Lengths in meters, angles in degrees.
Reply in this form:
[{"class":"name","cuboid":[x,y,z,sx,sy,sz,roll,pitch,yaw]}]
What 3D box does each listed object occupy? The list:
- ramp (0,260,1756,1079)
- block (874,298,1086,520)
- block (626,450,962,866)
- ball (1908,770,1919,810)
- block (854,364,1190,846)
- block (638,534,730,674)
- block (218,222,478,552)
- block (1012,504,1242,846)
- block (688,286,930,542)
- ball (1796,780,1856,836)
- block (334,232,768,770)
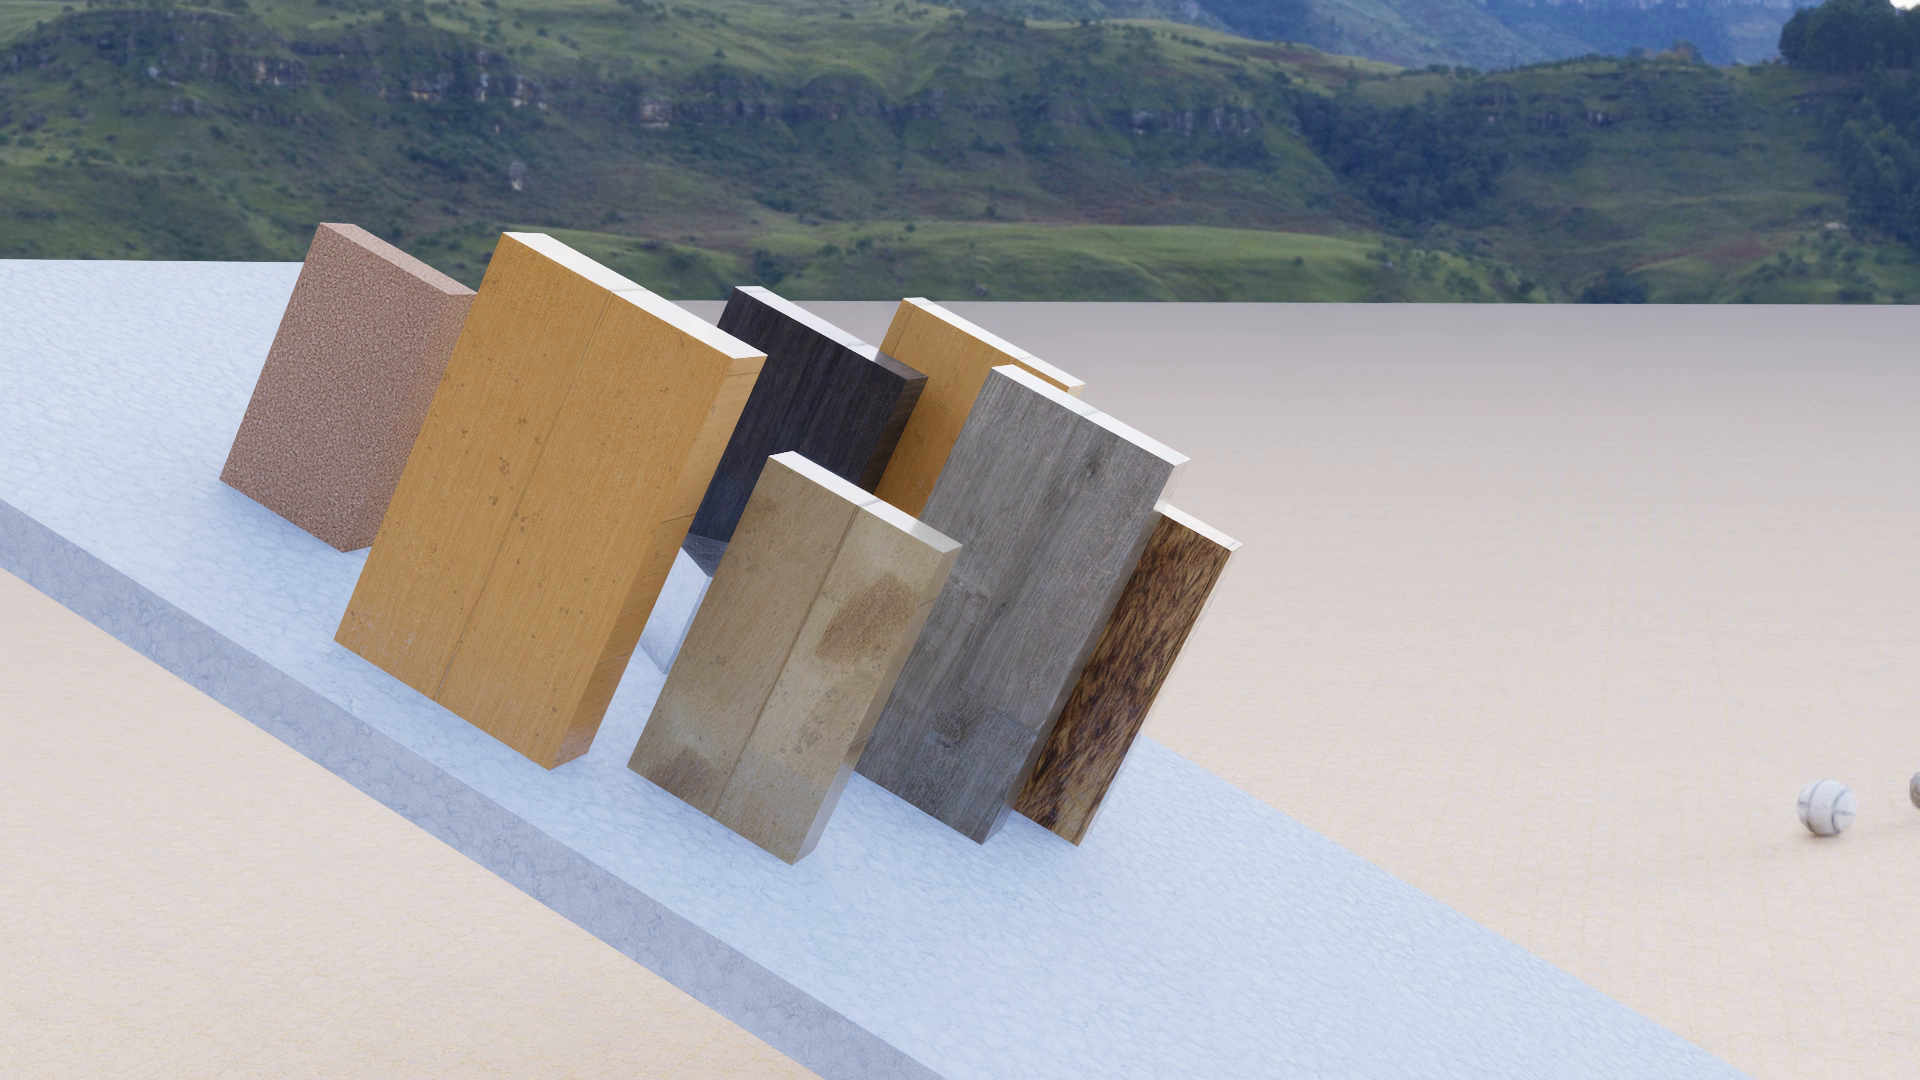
[{"class":"ramp","cuboid":[-0.243,0.409,4.159,4.000,0.100,2.000,29,14,12]},{"class":"block","cuboid":[-0.070,-0.131,4.812,0.413,0.681,0.141,29,14,12]},{"class":"block","cuboid":[-0.268,0.188,3.512,0.319,0.571,0.102,29,14,12]},{"class":"ball","cuboid":[3.345,0.860,7.543,0.168,0.168,0.168,0,7,0]},{"class":"block","cuboid":[0.067,0.116,3.954,0.366,0.773,0.138,29,14,12]},{"class":"block","cuboid":[-0.471,0.131,4.132,0.205,0.205,0.205,15,17,-38]},{"class":"block","cuboid":[-1.080,-0.269,3.879,0.276,0.504,0.105,29,14,12]},{"class":"block","cuboid":[0.206,0.200,4.172,0.397,0.641,0.111,29,14,12]},{"class":"block","cuboid":[-0.389,-0.188,4.684,0.425,0.570,0.145,29,14,12]},{"class":"ball","cuboid":[2.862,0.885,7.264,0.185,0.185,0.185,0,7,0]},{"class":"block","cuboid":[-0.647,-0.062,3.441,0.421,0.718,0.133,29,14,12]}]
